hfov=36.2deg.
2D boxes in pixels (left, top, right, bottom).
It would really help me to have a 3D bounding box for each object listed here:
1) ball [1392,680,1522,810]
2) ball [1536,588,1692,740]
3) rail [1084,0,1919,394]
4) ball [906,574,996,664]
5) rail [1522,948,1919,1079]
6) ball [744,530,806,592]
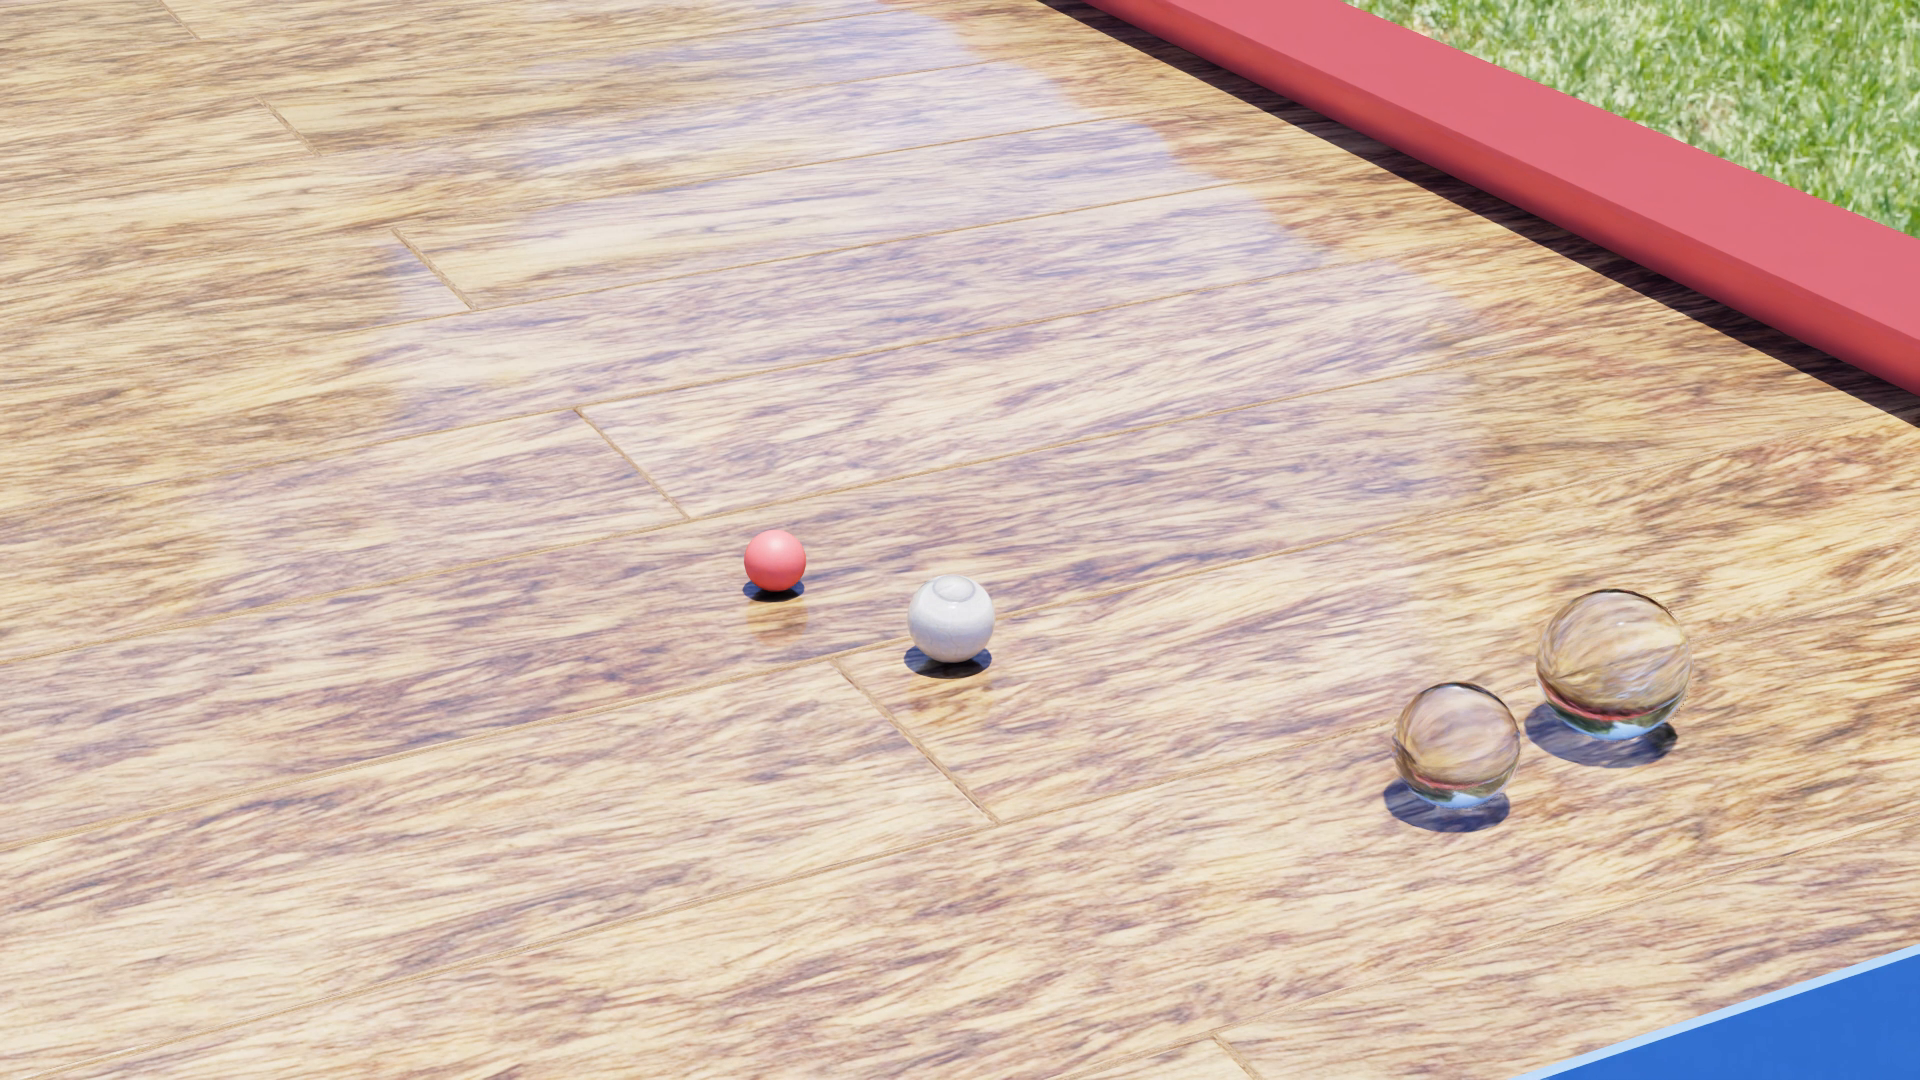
[{"bbox_3d":[0.306,0.126,1.815,0.079,0.079,0.079,0,25,0],"label":"ball"},{"bbox_3d":[0.420,0.080,1.892,0.098,0.098,0.098,0,25,0],"label":"ball"},{"bbox_3d":[0.384,-0.497,3.086,0.045,0.127,3.253,-12,28,-24],"label":"rail"},{"bbox_3d":[-0.006,0.053,1.993,0.060,0.060,0.060,0,25,0],"label":"ball"},{"bbox_3d":[0.359,0.272,1.446,1.739,0.127,0.045,-12,28,-24],"label":"rail"},{"bbox_3d":[-0.132,0.015,2.094,0.044,0.044,0.044,0,25,0],"label":"ball"}]
